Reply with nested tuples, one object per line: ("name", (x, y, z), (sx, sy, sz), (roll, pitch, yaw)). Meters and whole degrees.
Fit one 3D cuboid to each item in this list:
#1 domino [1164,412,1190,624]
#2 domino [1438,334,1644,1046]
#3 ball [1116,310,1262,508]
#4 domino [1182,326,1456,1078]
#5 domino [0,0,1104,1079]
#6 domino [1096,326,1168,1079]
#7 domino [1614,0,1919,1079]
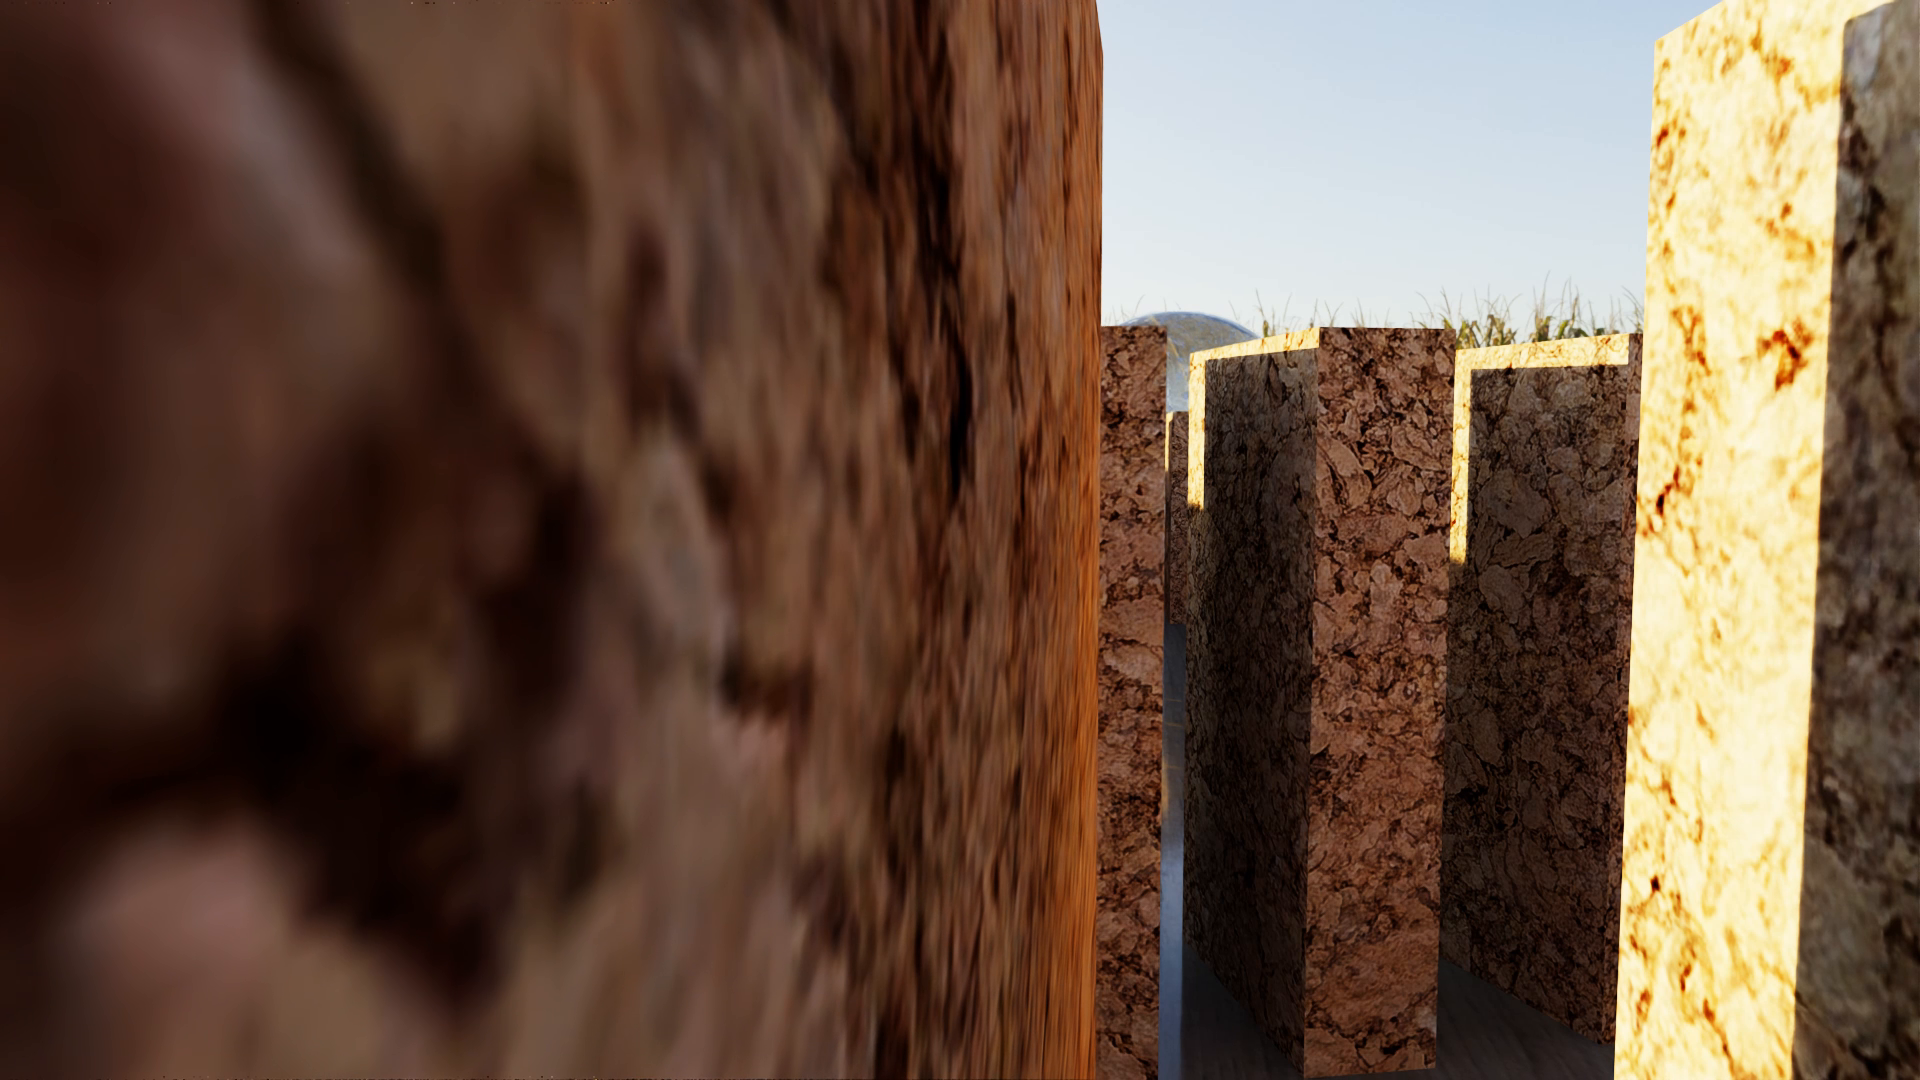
("domino", (0.056, -0.006, 0.314), (0.009, 0.050, 0.025), (0, 4, 6))
("domino", (0.046, 0.010, 0.102), (0.009, 0.050, 0.025), (-1, 5, -19))
("ball", (0.061, -0.025, 0.366), (0.080, 0.080, 0.080), (0, 4, 0))
("domino", (0.026, 0.010, 0.097), (0.009, 0.050, 0.025), (-1, 4, -9))
("domino", (-0.004, 0.016, 0.015), (0.010, 0.050, 0.025), (1, 4, 9))
("domino", (0.009, 0.010, 0.096), (0.010, 0.050, 0.025), (0, 4, 1))
("domino", (0.018, 0.017, 0.013), (0.010, 0.050, 0.025), (0, 4, 1))
